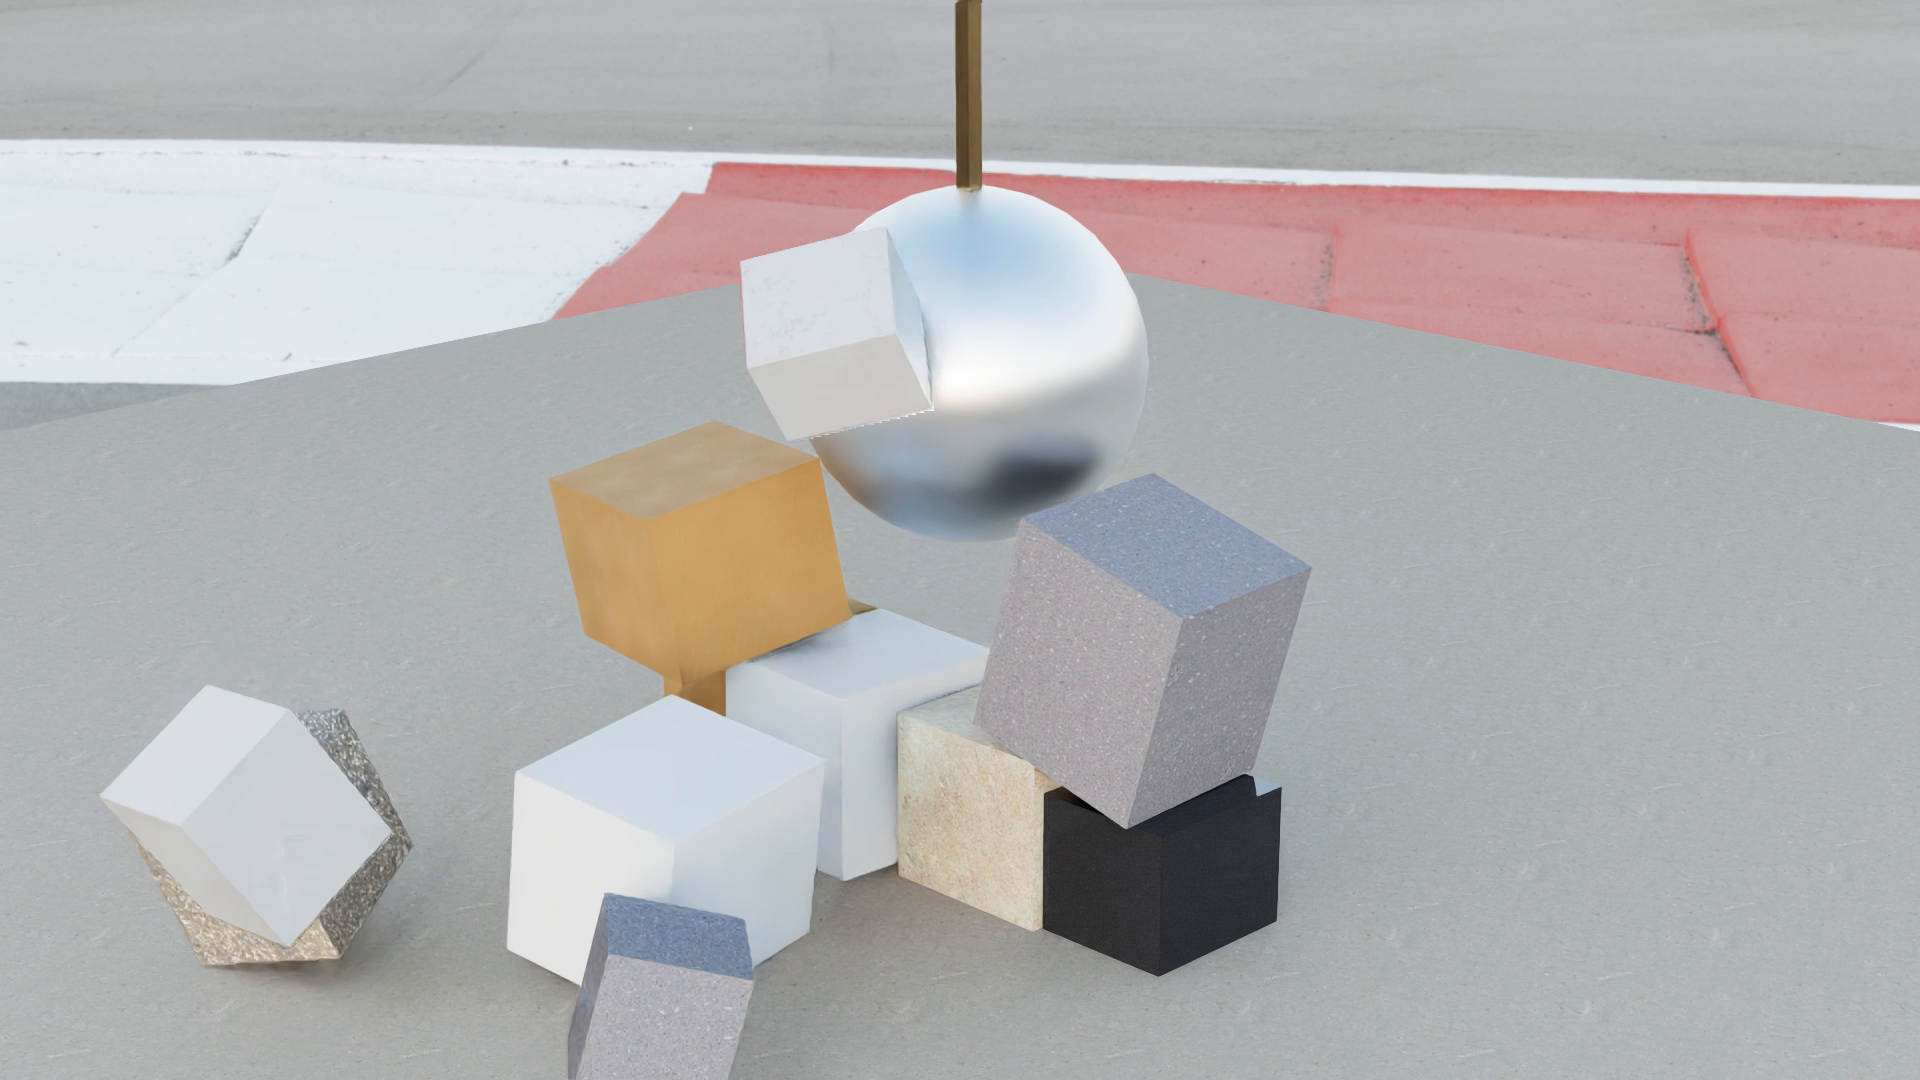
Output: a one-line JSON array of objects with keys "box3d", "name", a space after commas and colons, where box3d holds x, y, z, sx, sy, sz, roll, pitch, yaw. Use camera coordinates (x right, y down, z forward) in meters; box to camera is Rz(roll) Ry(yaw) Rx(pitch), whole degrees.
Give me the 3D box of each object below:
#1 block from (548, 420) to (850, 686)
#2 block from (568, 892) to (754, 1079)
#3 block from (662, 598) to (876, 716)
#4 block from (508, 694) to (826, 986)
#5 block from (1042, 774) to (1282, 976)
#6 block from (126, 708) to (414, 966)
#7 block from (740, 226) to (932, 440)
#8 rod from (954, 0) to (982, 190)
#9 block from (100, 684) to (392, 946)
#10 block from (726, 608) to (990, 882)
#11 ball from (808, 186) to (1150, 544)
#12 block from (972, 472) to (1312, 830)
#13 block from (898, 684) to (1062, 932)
[{"box3d": [-1.236, 0.041, 13.901, 0.917, 0.815, 1.021, -21, 23, -28], "name": "block"}, {"box3d": [-1.158, 1.809, 11.279, 0.560, 0.640, 0.562, 12, 15, -12], "name": "block"}, {"box3d": [-0.939, 0.739, 14.535, 0.748, 0.860, 0.763, -15, 22, -40], "name": "block"}, {"box3d": [-1.244, 1.333, 12.439, 0.847, 0.854, 1.006, 20, 27, 29], "name": "block"}, {"box3d": [0.883, 1.393, 12.843, 0.792, 0.642, 0.679, -17, 24, -42], "name": "block"}, {"box3d": [-2.930, 1.268, 12.511, 0.706, 0.760, 0.731, -6, 32, 23], "name": "block"}, {"box3d": [-0.511, -0.848, 12.075, 0.623, 0.526, 0.564, -13, 55, 10], "name": "block"}, {"box3d": [0.021, -4.021, 12.100, 0.080, 5.200, 0.080, 17, 25, 42], "name": "rod"}, {"box3d": [-2.782, 1.068, 11.439, 0.627, 0.704, 0.606, 10, 51, 46], "name": "block"}, {"box3d": [-0.460, 0.946, 13.855, 0.954, 0.885, 0.862, -15, 23, -39], "name": "block"}, {"box3d": [0.047, -0.786, 13.144, 1.600, 1.600, 1.600, 0, 17, 0], "name": "ball"}, {"box3d": [0.776, 0.460, 12.635, 0.907, 1.044, 0.882, 33, 34, 32], "name": "block"}, {"box3d": [0.340, 1.155, 13.349, 0.906, 0.791, 0.854, -17, 24, -42], "name": "block"}]
